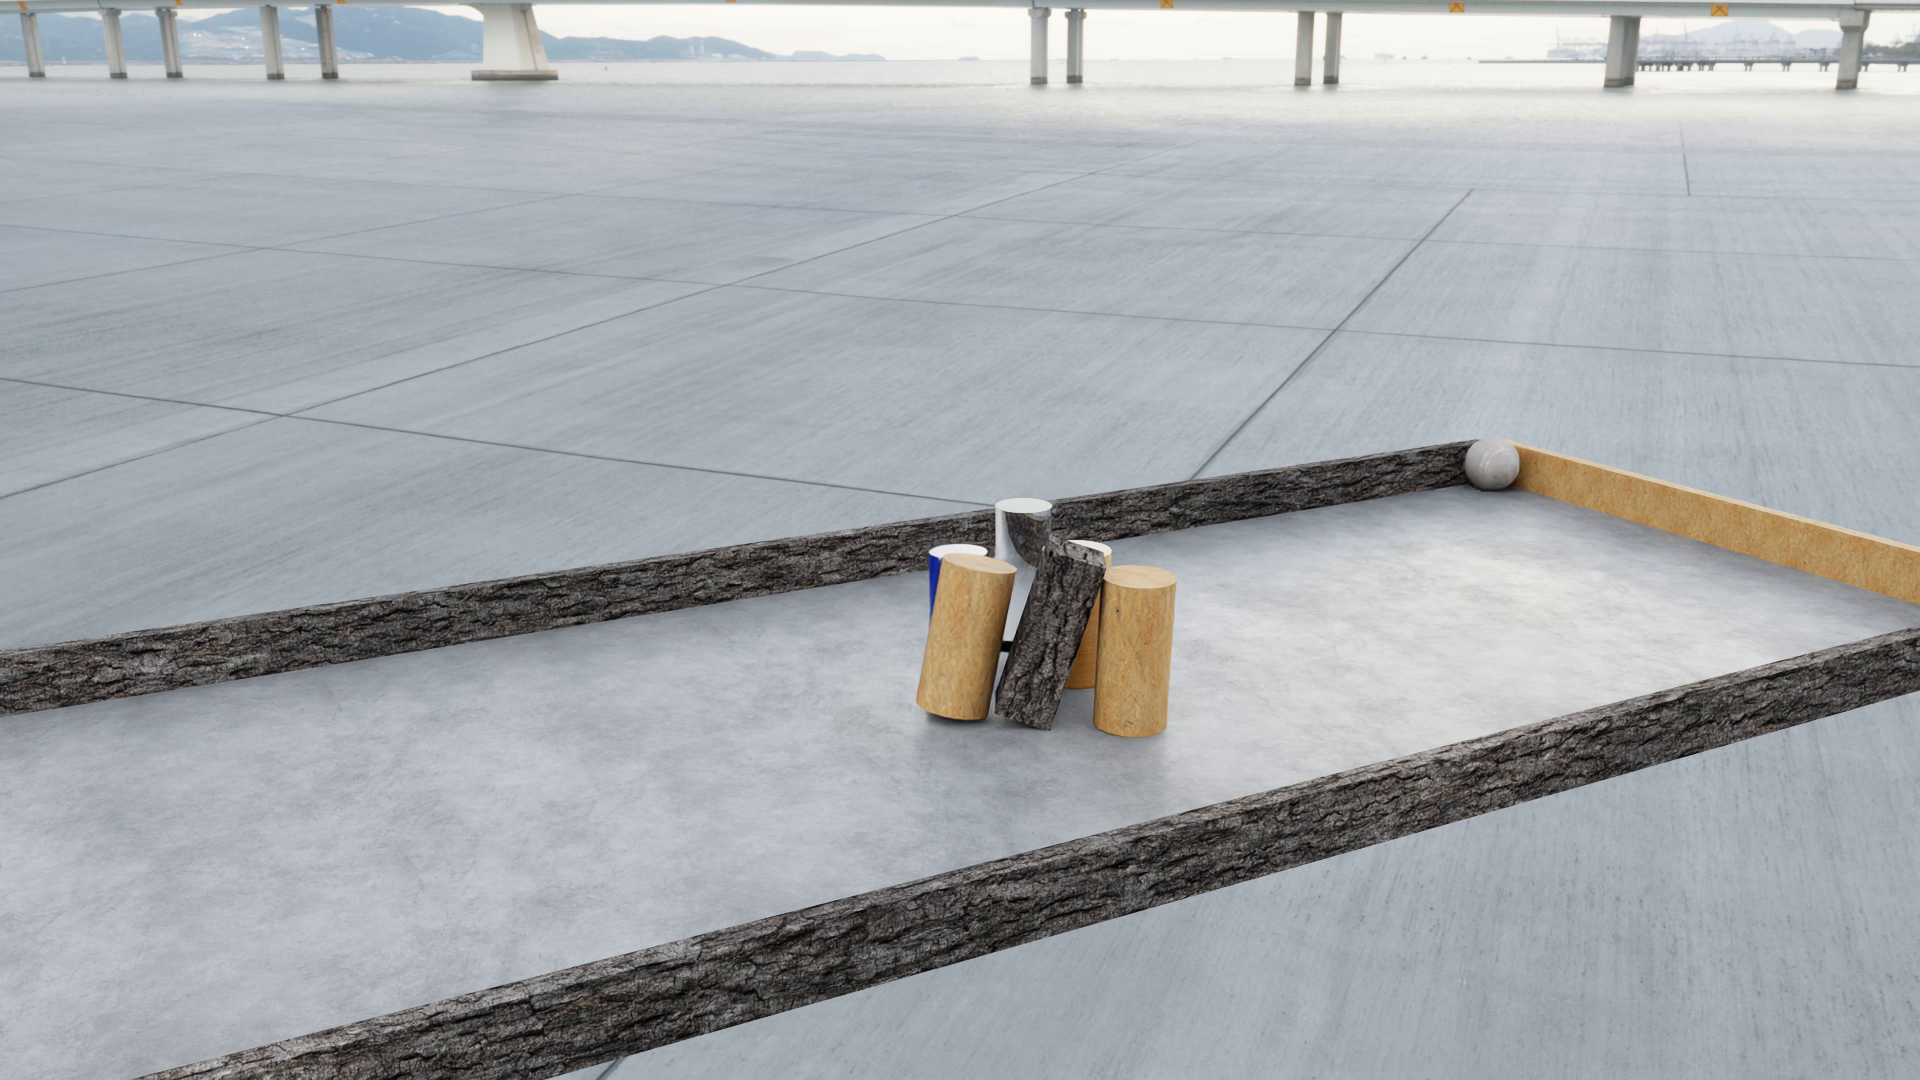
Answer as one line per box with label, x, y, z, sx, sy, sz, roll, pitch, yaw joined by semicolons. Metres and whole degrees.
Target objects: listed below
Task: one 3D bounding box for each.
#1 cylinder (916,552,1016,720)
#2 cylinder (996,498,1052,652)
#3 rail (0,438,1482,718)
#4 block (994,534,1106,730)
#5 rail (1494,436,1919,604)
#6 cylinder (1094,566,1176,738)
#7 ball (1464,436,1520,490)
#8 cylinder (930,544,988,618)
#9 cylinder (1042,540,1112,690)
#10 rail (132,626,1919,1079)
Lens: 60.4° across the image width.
cylinder;0.013;0.226;3.902;0.176;0.358;0.176;10;11;-2
cylinder;0.166;0.095;4.350;0.148;0.385;0.148;0;16;0
rail;-3.305;0.497;3.399;12.000;0.150;0.050;-9;18;-27
block;0.208;0.216;3.846;0.135;0.414;0.135;17;16;-3
rail;2.466;-0.048;5.253;0.050;0.150;2.100;-9;18;-27
cylinder;0.405;0.257;3.832;0.173;0.361;0.173;2;17;0
ball;1.917;-0.275;5.948;0.193;0.193;0.193;0;16;0
cylinder;-0.002;0.193;4.086;0.144;0.340;0.144;-1;14;0
cylinder;0.290;0.186;4.126;0.170;0.336;0.170;0;16;0
rail;-2.336;1.006;1.665;12.000;0.150;0.050;-9;18;-27
